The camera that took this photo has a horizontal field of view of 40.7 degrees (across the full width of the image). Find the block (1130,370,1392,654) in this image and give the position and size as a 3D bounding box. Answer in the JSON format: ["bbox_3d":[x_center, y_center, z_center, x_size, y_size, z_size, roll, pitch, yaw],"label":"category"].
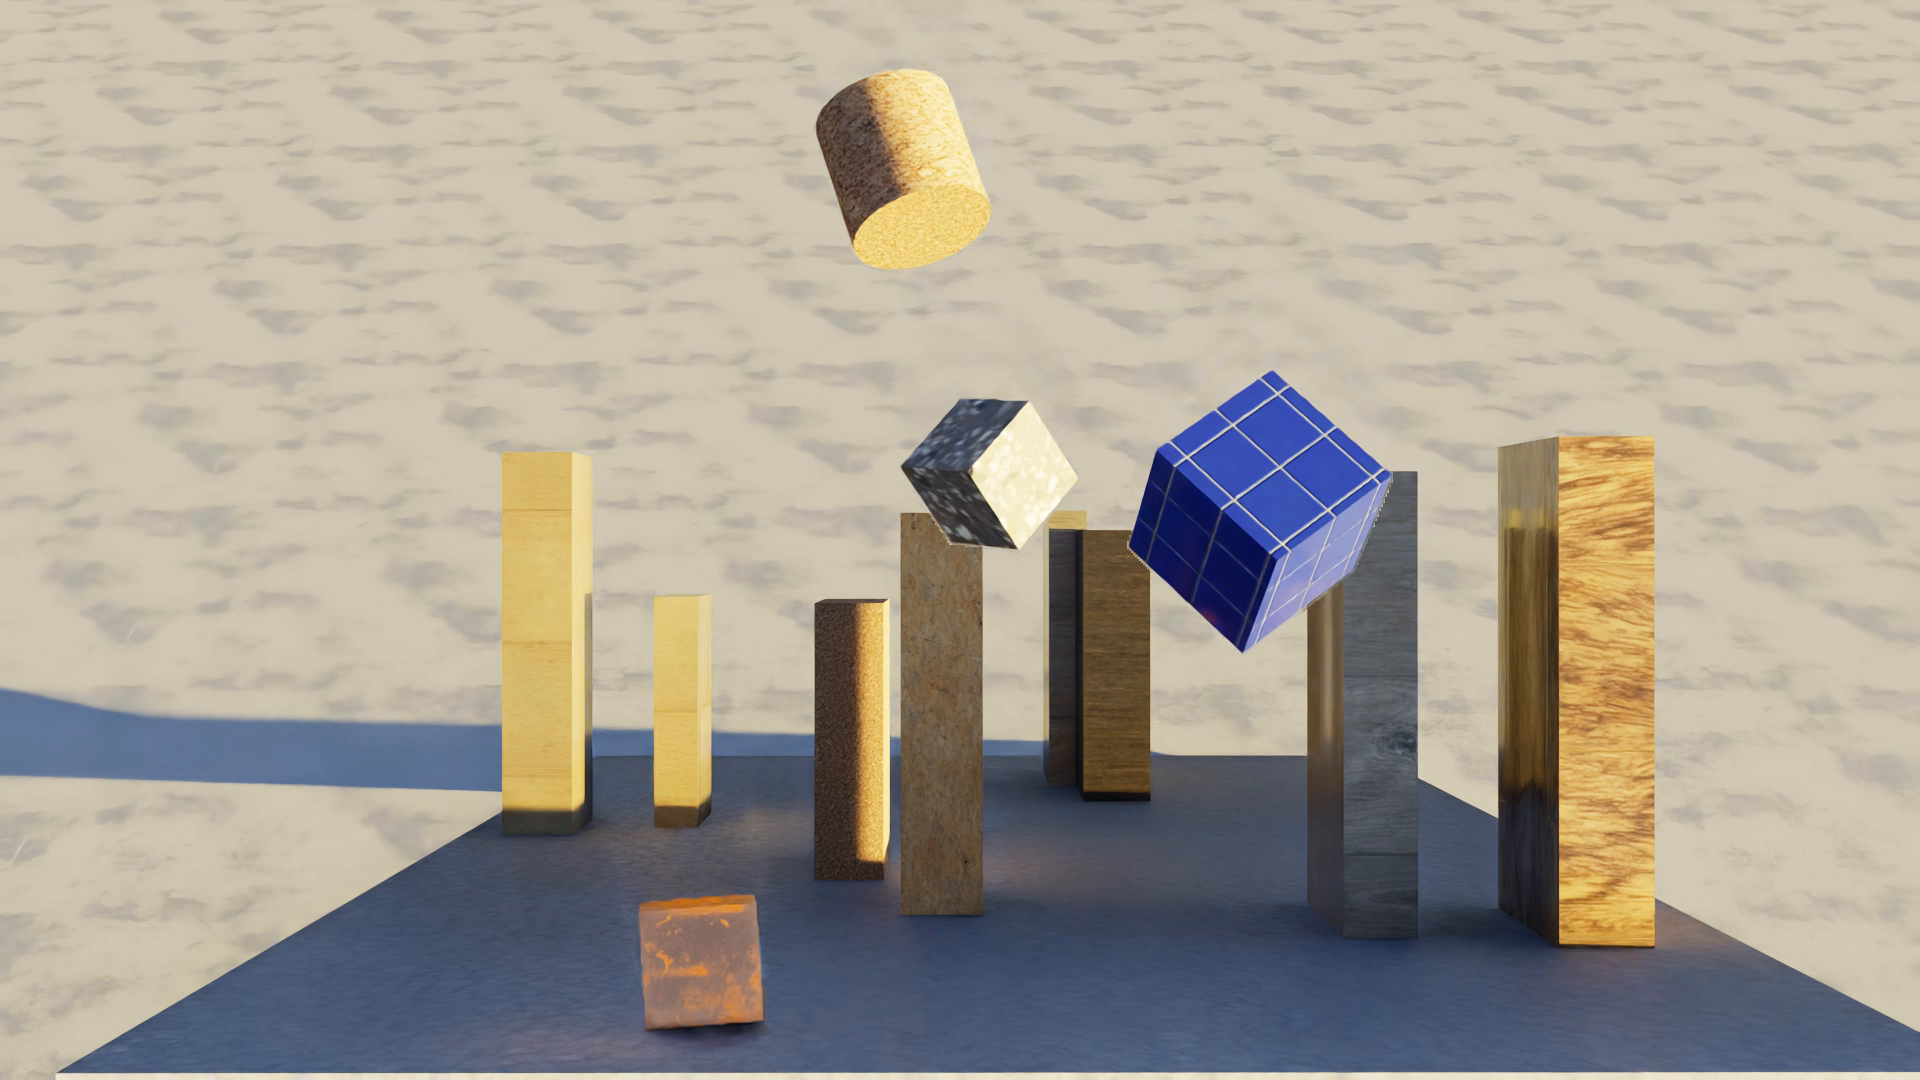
[{"bbox_3d":[0.287,-0.027,2.499,0.159,0.159,0.159,-34,66,-27],"label":"block"}]

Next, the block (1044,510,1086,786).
[{"bbox_3d":[0.243,0.244,6.031,0.085,0.620,0.403,0,0,0],"label":"block"}]

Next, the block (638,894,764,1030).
[{"bbox_3d":[-0.293,0.476,2.931,0.130,0.130,0.130,-4,-3,-6],"label":"block"}]

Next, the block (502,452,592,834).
[{"bbox_3d":[-0.793,0.194,4.987,0.131,0.717,0.274,0,0,0],"label":"block"}]

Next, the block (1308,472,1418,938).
[{"bbox_3d":[0.580,0.227,3.757,0.103,0.645,0.371,0,0,0],"label":"block"}]

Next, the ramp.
[{"bbox_3d":[0.068,0.602,4.663,2.000,0.100,4.000,0,0,0],"label":"ramp"}]

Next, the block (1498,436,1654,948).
[{"bbox_3d":[0.869,0.205,3.675,0.128,0.689,0.393,0,0,0],"label":"block"}]

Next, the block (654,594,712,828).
[{"bbox_3d":[-0.546,0.331,5.108,0.084,0.443,0.273,0,0,0],"label":"block"}]

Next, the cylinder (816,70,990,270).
[{"bbox_3d":[-0.057,-0.365,2.554,0.140,0.140,0.140,-10,65,-17],"label":"cylinder"}]

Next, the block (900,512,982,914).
[{"bbox_3d":[-0.027,0.255,3.940,0.121,0.591,0.280,0,0,0],"label":"block"}]

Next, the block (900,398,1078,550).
[{"bbox_3d":[0.032,-0.073,2.795,0.112,0.112,0.112,6,48,49],"label":"block"}]

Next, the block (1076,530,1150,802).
[{"bbox_3d":[0.331,0.266,5.664,0.142,0.574,0.389,0,0,0],"label":"block"}]

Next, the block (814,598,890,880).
[{"bbox_3d":[-0.180,0.327,4.376,0.112,0.448,0.363,0,0,0],"label":"block"}]
